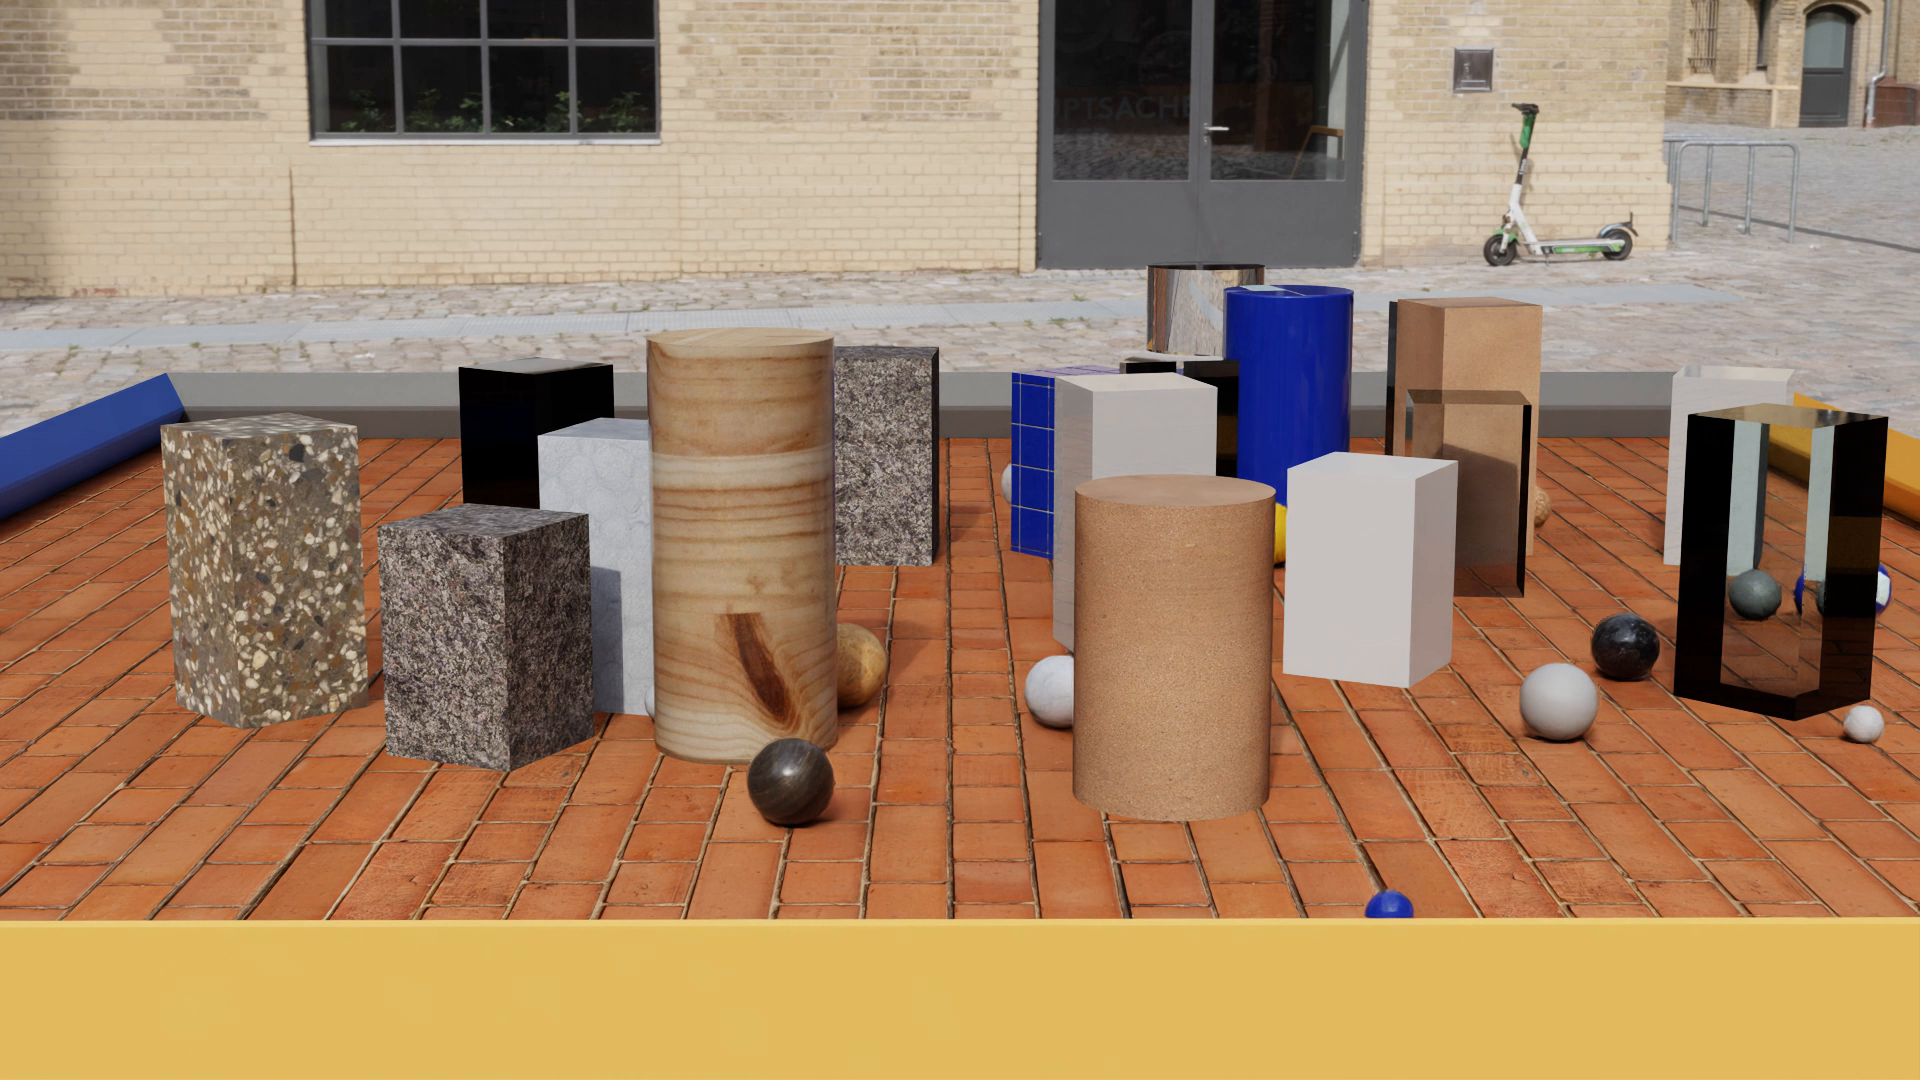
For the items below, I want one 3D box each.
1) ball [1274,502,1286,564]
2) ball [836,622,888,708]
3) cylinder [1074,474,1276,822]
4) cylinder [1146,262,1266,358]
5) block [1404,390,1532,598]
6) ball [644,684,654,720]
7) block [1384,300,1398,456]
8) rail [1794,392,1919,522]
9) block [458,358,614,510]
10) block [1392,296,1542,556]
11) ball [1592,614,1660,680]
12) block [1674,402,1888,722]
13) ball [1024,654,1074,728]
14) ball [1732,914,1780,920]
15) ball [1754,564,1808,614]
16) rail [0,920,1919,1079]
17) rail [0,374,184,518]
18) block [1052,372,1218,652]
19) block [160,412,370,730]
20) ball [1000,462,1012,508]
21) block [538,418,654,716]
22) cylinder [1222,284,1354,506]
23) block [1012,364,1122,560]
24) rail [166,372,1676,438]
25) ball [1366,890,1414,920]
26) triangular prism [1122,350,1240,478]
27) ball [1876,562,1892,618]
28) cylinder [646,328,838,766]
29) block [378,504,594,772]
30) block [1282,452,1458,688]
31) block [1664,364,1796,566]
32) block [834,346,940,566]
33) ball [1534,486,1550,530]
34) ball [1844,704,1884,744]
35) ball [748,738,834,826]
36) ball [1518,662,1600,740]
[{"bbox_3d":[0.449,-0.010,3.777,0.097,0.097,0.097,0,10,0],"label":"ball"},{"bbox_3d":[-0.132,0.144,2.940,0.098,0.098,0.098,0,10,0],"label":"ball"},{"bbox_3d":[0.214,0.103,2.574,0.199,0.312,0.199,0,10,0],"label":"cylinder"},{"bbox_3d":[0.412,-0.266,4.339,0.199,0.395,0.199,0,10,0],"label":"cylinder"},{"bbox_3d":[0.711,-0.068,3.616,0.159,0.269,0.159,1,11,6],"label":"block"},{"bbox_3d":[-0.328,0.181,2.873,0.051,0.051,0.051,0,10,0],"label":"ball"},{"bbox_3d":[0.815,-0.220,4.240,0.159,0.342,0.159,-4,11,-22],"label":"block"},{"bbox_3d":[1.531,0.032,3.457,0.045,0.129,3.302,0,10,0],"label":"rail"},{"bbox_3d":[-0.624,-0.114,3.802,0.159,0.291,0.159,8,13,36],"label":"block"},{"bbox_3d":[0.764,-0.172,3.884,0.159,0.376,0.159,-3,11,-16],"label":"block"},{"bbox_3d":[0.798,0.128,3.078,0.080,0.080,0.080,0,10,0],"label":"ball"},{"bbox_3d":[0.947,0.021,2.966,0.159,0.332,0.159,-9,14,-40],"label":"block"},{"bbox_3d":[0.112,0.169,2.853,0.082,0.082,0.082,0,10,0],"label":"ball"},{"bbox_3d":[0.599,0.331,1.924,0.099,0.099,0.099,0,10,0],"label":"ball"},{"bbox_3d":[1.103,0.066,3.447,0.068,0.068,0.068,0,10,0],"label":"ball"},{"bbox_3d":[0.009,0.329,1.849,3.110,0.129,0.045,0,10,0],"label":"rail"},{"bbox_3d":[-1.531,0.035,3.440,0.045,0.129,3.302,0,10,0],"label":"rail"},{"bbox_3d":[0.217,-0.030,3.221,0.159,0.339,0.159,-3,11,-15],"label":"block"},{"bbox_3d":[-0.793,0.031,2.928,0.159,0.325,0.159,-9,14,-42],"label":"block"},{"bbox_3d":[0.115,-0.090,4.206,0.098,0.098,0.098,0,10,0],"label":"ball"},{"bbox_3d":[-0.376,0.028,2.973,0.159,0.315,0.159,3,11,18],"label":"block"},{"bbox_3d":[0.503,-0.192,3.965,0.199,0.387,0.199,0,10,0],"label":"cylinder"},{"bbox_3d":[0.190,-0.116,3.869,0.159,0.272,0.159,-9,14,-40],"label":"block"},{"bbox_3d":[-0.009,-0.263,5.049,3.110,0.129,0.045,0,10,0],"label":"rail"},{"bbox_3d":[0.363,0.316,2.167,0.041,0.041,0.041,0,10,0],"label":"ball"},{"bbox_3d":[0.288,-0.100,3.640,0.172,0.325,0.149,-3,11,-13],"label":"triangular prism"},{"bbox_3d":[1.183,0.065,3.388,0.092,0.092,0.092,0,10,0],"label":"ball"},{"bbox_3d":[-0.233,0.002,2.759,0.199,0.443,0.199,0,10,0],"label":"cylinder"},{"bbox_3d":[-0.508,0.101,2.761,0.159,0.249,0.159,5,12,25],"label":"block"},{"bbox_3d":[0.500,0.033,3.122,0.159,0.251,0.159,6,12,28],"label":"block"},{"bbox_3d":[1.144,-0.110,3.813,0.159,0.279,0.159,4,11,22],"label":"block"},{"bbox_3d":[-0.116,-0.128,3.835,0.159,0.307,0.159,1,11,4],"label":"block"},{"bbox_3d":[0.899,-0.052,4.068,0.074,0.074,0.074,0,10,0],"label":"ball"},{"bbox_3d":[0.984,0.200,2.792,0.042,0.042,0.042,0,10,0],"label":"ball"},{"bbox_3d":[-0.164,0.234,2.490,0.084,0.084,0.084,0,10,0],"label":"ball"},{"bbox_3d":[0.654,0.176,2.801,0.086,0.086,0.086,0,10,0],"label":"ball"}]
